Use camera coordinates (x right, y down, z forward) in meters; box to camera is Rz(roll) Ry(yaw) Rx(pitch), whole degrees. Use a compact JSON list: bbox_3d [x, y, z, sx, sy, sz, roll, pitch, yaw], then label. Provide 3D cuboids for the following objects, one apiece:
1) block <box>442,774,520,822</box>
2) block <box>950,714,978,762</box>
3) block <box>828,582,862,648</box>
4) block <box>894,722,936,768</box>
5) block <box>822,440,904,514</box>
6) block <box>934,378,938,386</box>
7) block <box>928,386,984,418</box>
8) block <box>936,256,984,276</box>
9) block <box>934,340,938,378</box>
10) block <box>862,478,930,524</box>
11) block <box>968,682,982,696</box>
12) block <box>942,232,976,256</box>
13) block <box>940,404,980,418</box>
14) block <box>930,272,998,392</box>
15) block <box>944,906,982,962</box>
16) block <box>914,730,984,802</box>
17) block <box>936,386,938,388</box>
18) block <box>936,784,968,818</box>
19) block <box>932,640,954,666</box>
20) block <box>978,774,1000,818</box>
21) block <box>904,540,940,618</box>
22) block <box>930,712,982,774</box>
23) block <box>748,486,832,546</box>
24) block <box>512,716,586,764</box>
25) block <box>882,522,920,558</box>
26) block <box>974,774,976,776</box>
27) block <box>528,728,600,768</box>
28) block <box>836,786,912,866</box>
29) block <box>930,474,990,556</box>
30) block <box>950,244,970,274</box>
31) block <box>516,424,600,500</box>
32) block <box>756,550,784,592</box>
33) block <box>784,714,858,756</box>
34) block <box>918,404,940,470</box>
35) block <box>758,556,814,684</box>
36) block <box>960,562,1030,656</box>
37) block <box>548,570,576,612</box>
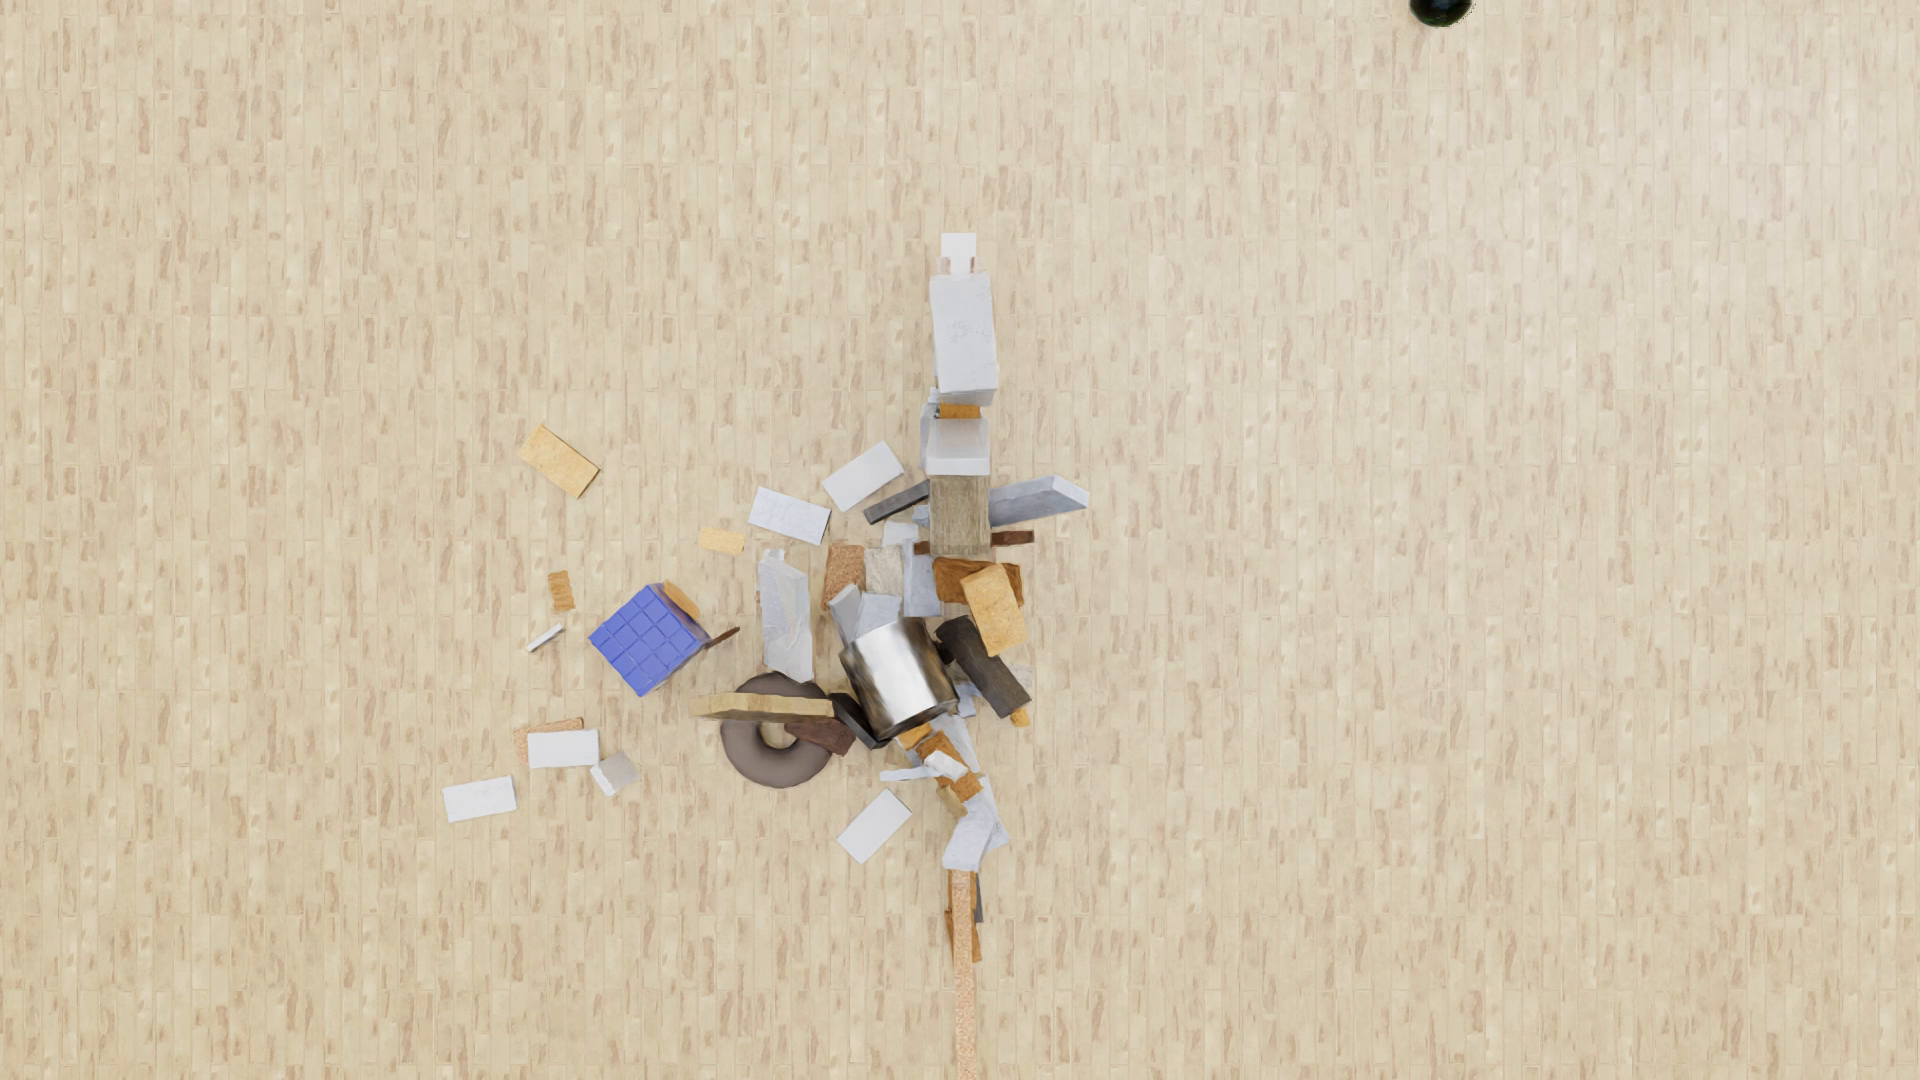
[{"bbox_3d":[-1.593,0.859,5.484,0.229,0.033,0.115,-11,90,0],"label":"block"},{"bbox_3d":[-0.009,0.673,5.456,0.094,0.027,0.187,-17,92,0],"label":"block"},{"bbox_3d":[-0.353,0.258,5.368,0.109,0.031,0.219,-42,134,-29],"label":"block"},{"bbox_3d":[-0.150,0.636,5.417,0.121,0.034,0.242,-38,79,24],"label":"block"},{"bbox_3d":[-0.322,-0.210,5.482,0.250,0.035,0.125,-34,90,0],"label":"block"},{"bbox_3d":[-0.004,-0.513,5.014,0.148,0.295,0.042,1,86,1],"label":"block"},{"bbox_3d":[-0.013,-0.398,5.005,0.160,0.320,0.045,11,85,1],"label":"block"},{"bbox_3d":[0.005,-0.648,4.548,0.131,0.037,0.262,-1,87,0],"label":"block"},{"bbox_3d":[-0.004,-0.625,4.850,0.148,0.042,0.295,0,87,0],"label":"block"},{"bbox_3d":[-0.142,-0.151,5.419,0.365,0.160,0.045,-26,88,0],"label":"block"},{"bbox_3d":[0.087,0.491,5.492,0.117,0.017,0.058,5,90,0],"label":"block"},{"bbox_3d":[-0.005,-0.868,5.266,0.109,0.031,0.219,0,90,0],"label":"block"},{"bbox_3d":[0.002,-0.404,4.695,0.116,0.232,0.033,4,52,0],"label":"block"},{"bbox_3d":[0.011,-0.533,4.245,0.153,0.043,0.305,-4,120,2],"label":"block"},{"bbox_3d":[0.011,1.311,5.459,0.094,0.027,0.189,-9,106,3],"label":"block"},{"bbox_3d":[-0.037,0.739,5.330,0.116,0.033,0.231,-38,86,35],"label":"block"},{"bbox_3d":[-0.002,-0.379,5.187,0.145,0.041,0.290,1,90,0],"label":"block"},{"bbox_3d":[-0.025,0.845,5.322,0.016,0.058,0.116,-41,100,-38],"label":"block"},{"bbox_3d":[-0.088,0.365,5.462,0.145,0.072,0.021,23,50,-5],"label":"block"},{"bbox_3d":[0.069,0.881,5.464,0.094,0.027,0.187,-18,98,-14],"label":"block"},{"bbox_3d":[-0.125,0.127,5.435,0.125,0.035,0.250,4,84,-42],"label":"block"},{"bbox_3d":[-0.044,0.680,5.417,0.121,0.034,0.242,-34,84,28],"label":"block"},{"bbox_3d":[-0.565,-0.079,5.479,0.250,0.035,0.125,18,90,2],"label":"block"},{"bbox_3d":[-1.360,0.668,5.484,0.230,0.033,0.115,-11,90,0],"label":"block"},{"bbox_3d":[-0.207,0.055,5.484,0.112,0.032,0.223,8,90,0],"label":"block"},{"bbox_3d":[0.003,0.786,5.487,0.094,0.027,0.187,-2,90,0],"label":"block"},{"bbox_3d":[-1.308,0.689,5.451,0.230,0.033,0.115,-3,90,0],"label":"block"},{"bbox_3d":[-0.285,0.950,5.483,0.121,0.034,0.242,45,90,0],"label":"block"},{"bbox_3d":[-0.004,-0.100,4.845,0.170,0.048,0.340,-1,49,-1],"label":"block"},{"bbox_3d":[0.001,-0.741,4.422,0.052,0.015,0.104,-3,87,0],"label":"block"},{"bbox_3d":[-1.334,-0.260,5.482,0.250,0.035,0.125,37,90,0],"label":"block"},{"bbox_3d":[-0.626,0.103,5.450,0.073,0.021,0.146,-2,69,37],"label":"block"},{"bbox_3d":[-0.444,0.609,5.333,0.224,0.032,0.112,27,110,-22],"label":"block"},{"bbox_3d":[-0.040,-0.300,5.011,0.160,0.320,0.045,11,64,3],"label":"block"},{"bbox_3d":[-0.539,0.247,5.103,0.051,0.180,0.359,-22,123,-39],"label":"block"},{"bbox_3d":[0.111,0.222,5.238,0.144,0.041,0.287,-24,120,-6],"label":"block"},{"bbox_3d":[-1.324,0.172,5.483,0.065,0.018,0.130,-13,90,-15],"label":"block"}]
